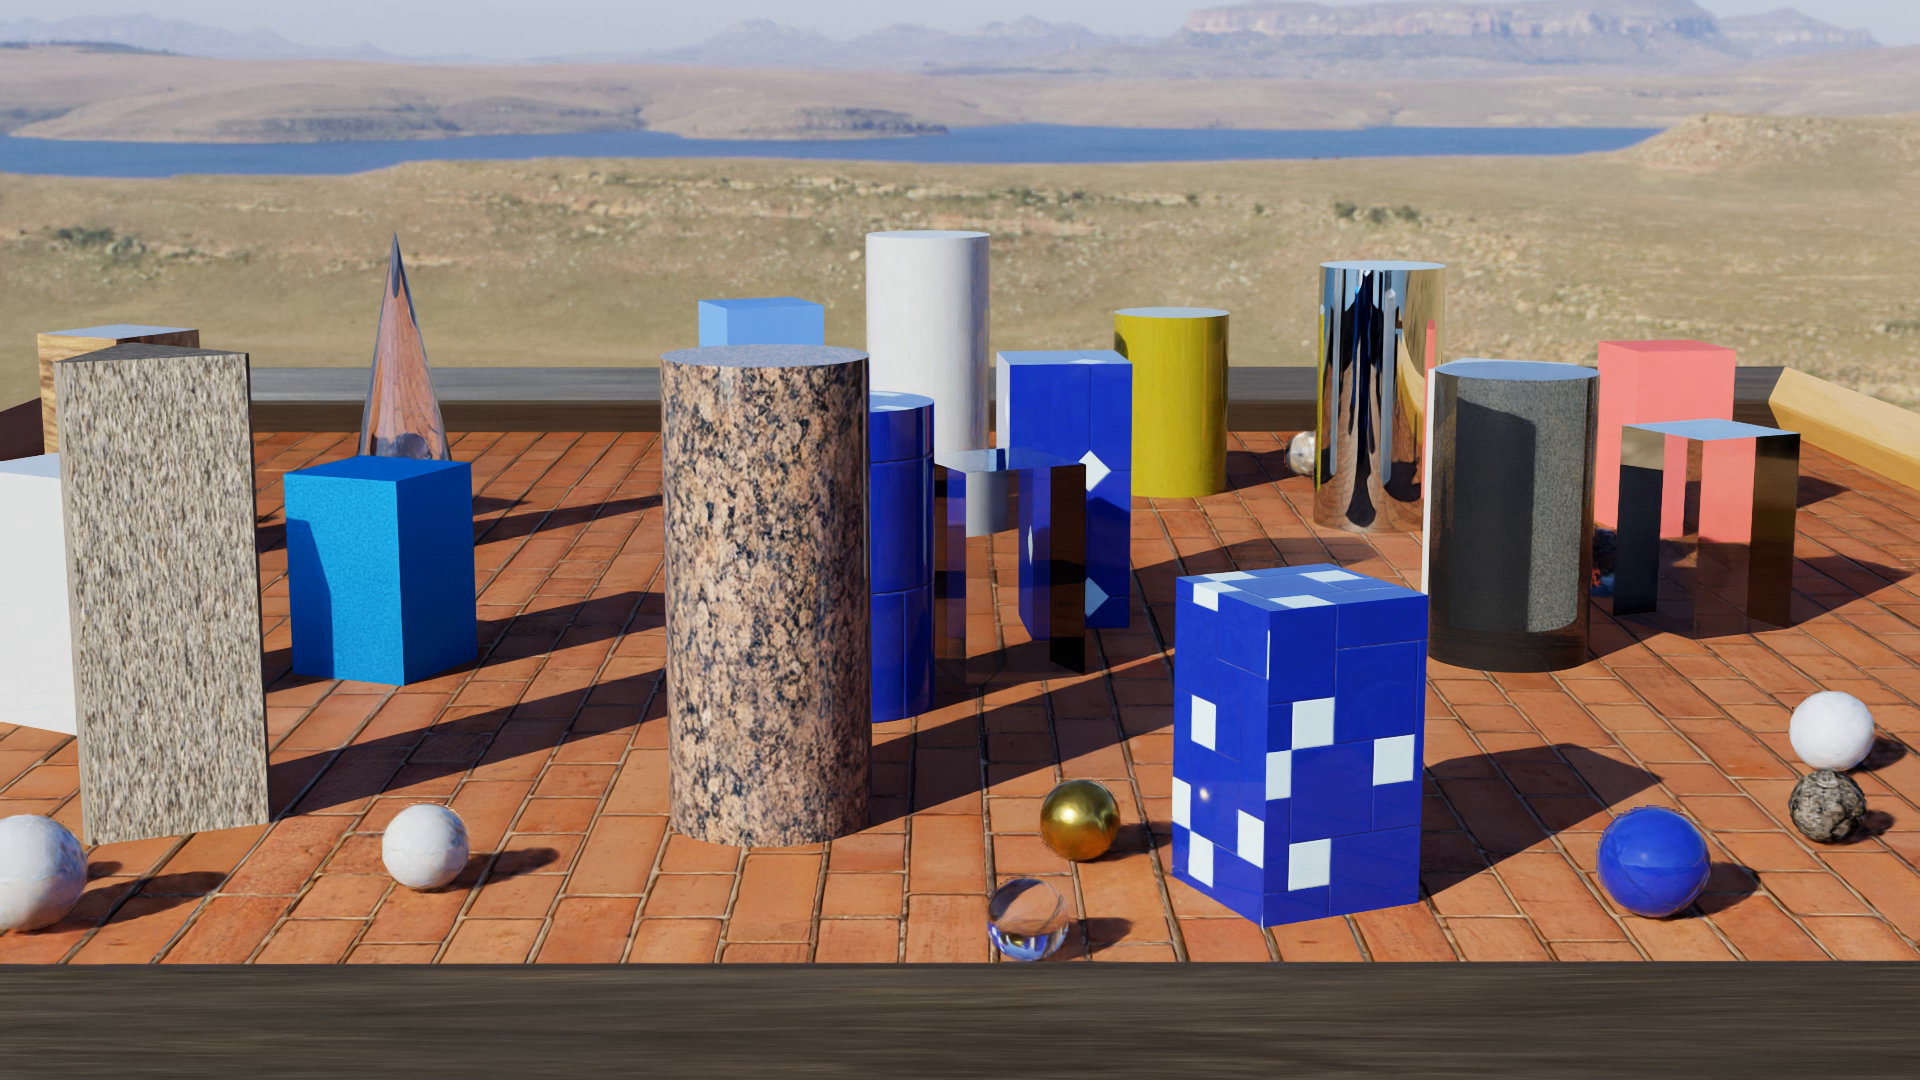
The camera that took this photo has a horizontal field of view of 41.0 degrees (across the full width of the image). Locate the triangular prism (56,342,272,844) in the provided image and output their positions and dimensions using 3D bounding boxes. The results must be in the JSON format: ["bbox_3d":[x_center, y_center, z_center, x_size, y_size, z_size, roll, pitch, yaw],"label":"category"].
[{"bbox_3d":[-0.782,0.044,2.490,0.172,0.458,0.149,-5,12,-26],"label":"triangular prism"}]

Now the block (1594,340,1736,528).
[{"bbox_3d":[1.119,-0.166,4.089,0.159,0.289,0.159,-2,11,-8],"label":"block"}]

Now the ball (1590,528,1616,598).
[{"bbox_3d":[0.881,0.032,3.535,0.096,0.096,0.096,0,10,0],"label":"ball"}]

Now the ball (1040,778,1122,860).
[{"bbox_3d":[0.111,0.259,2.379,0.076,0.076,0.076,0,10,0],"label":"ball"}]

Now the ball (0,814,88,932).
[{"bbox_3d":[-0.796,0.283,2.186,0.099,0.099,0.099,0,10,0],"label":"ball"}]

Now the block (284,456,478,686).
[{"bbox_3d":[-0.705,0.034,3.131,0.159,0.246,0.159,4,11,22],"label":"block"}]

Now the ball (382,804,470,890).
[{"bbox_3d":[-0.478,0.275,2.294,0.077,0.077,0.077,0,10,0],"label":"ball"}]

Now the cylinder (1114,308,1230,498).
[{"bbox_3d":[0.365,-0.241,4.448,0.199,0.307,0.199,0,10,0],"label":"cylinder"}]

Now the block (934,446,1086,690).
[{"bbox_3d":[0.044,0.030,3.115,0.159,0.259,0.159,-5,12,-25],"label":"block"}]

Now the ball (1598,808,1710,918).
[{"bbox_3d":[0.601,0.279,2.221,0.094,0.094,0.094,0,10,0],"label":"ball"}]

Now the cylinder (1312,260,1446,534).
[{"bbox_3d":[0.671,-0.233,4.109,0.199,0.414,0.199,0,10,0],"label":"cylinder"}]

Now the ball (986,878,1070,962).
[{"bbox_3d":[0.056,0.312,2.112,0.068,0.068,0.068,0,10,0],"label":"ball"}]

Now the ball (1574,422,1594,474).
[{"bbox_3d":[1.089,-0.165,4.608,0.099,0.099,0.099,0,10,0],"label":"ball"}]

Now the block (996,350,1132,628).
[{"bbox_3d":[0.136,-0.069,3.406,0.159,0.348,0.159,-1,11,-5],"label":"block"}]

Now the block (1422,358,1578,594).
[{"bbox_3d":[0.729,-0.070,3.464,0.159,0.329,0.159,5,12,27],"label":"block"}]

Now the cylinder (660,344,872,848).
[{"bbox_3d":[-0.185,0.048,2.478,0.199,0.455,0.199,0,10,0],"label":"cylinder"}]

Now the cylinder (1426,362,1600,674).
[{"bbox_3d":[0.684,-0.032,3.182,0.199,0.357,0.199,0,10,0],"label":"cylinder"}]

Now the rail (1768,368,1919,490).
[{"bbox_3d":[1.647,0.032,3.458,0.045,0.129,3.480,0,10,0],"label":"rail"}]

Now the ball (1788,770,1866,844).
[{"bbox_3d":[0.823,0.253,2.433,0.070,0.070,0.070,0,10,0],"label":"ball"}]

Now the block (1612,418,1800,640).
[{"bbox_3d":[0.980,-0.018,3.375,0.159,0.259,0.159,-5,12,-24],"label":"block"}]

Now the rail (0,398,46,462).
[{"bbox_3d":[-1.647,0.035,3.439,0.045,0.129,3.480,0,10,0],"label":"rail"}]

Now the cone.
[{"bbox_3d":[-0.852,-0.231,3.909,0.199,0.483,0.199,0,10,0],"label":"cone"}]

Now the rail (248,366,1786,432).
[{"bbox_3d":[-0.010,-0.279,5.136,3.342,0.129,0.045,0,10,0],"label":"rail"}]

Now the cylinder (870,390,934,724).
[{"bbox_3d":[-0.129,0.016,2.938,0.199,0.352,0.199,0,10,0],"label":"cylinder"}]

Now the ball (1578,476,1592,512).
[{"bbox_3d":[1.052,-0.077,4.223,0.066,0.066,0.066,0,10,0],"label":"ball"}]

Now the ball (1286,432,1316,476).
[{"bbox_3d":[0.625,-0.154,4.598,0.082,0.082,0.082,0,10,0],"label":"ball"}]

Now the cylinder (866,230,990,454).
[{"bbox_3d":[-0.051,-0.259,4.123,0.199,0.461,0.199,0,10,0],"label":"cylinder"}]

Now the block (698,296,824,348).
[{"bbox_3d":[-0.320,-0.207,4.142,0.159,0.352,0.159,-4,11,-21],"label":"block"}]

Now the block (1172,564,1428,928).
[{"bbox_3d":[0.298,0.177,2.274,0.159,0.277,0.159,-5,12,-24],"label":"block"}]

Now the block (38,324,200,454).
[{"bbox_3d":[-1.232,-0.137,3.789,0.159,0.343,0.159,6,12,28],"label":"block"}]

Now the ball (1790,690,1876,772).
[{"bbox_3d":[0.909,0.200,2.675,0.085,0.085,0.085,0,10,0],"label":"ball"}]

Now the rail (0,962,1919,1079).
[{"bbox_3d":[0.010,0.345,1.761,3.342,0.129,0.045,0,10,0],"label":"rail"}]

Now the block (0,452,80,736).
[{"bbox_3d":[-1.000,0.055,2.906,0.159,0.286,0.159,6,12,29],"label":"block"}]
